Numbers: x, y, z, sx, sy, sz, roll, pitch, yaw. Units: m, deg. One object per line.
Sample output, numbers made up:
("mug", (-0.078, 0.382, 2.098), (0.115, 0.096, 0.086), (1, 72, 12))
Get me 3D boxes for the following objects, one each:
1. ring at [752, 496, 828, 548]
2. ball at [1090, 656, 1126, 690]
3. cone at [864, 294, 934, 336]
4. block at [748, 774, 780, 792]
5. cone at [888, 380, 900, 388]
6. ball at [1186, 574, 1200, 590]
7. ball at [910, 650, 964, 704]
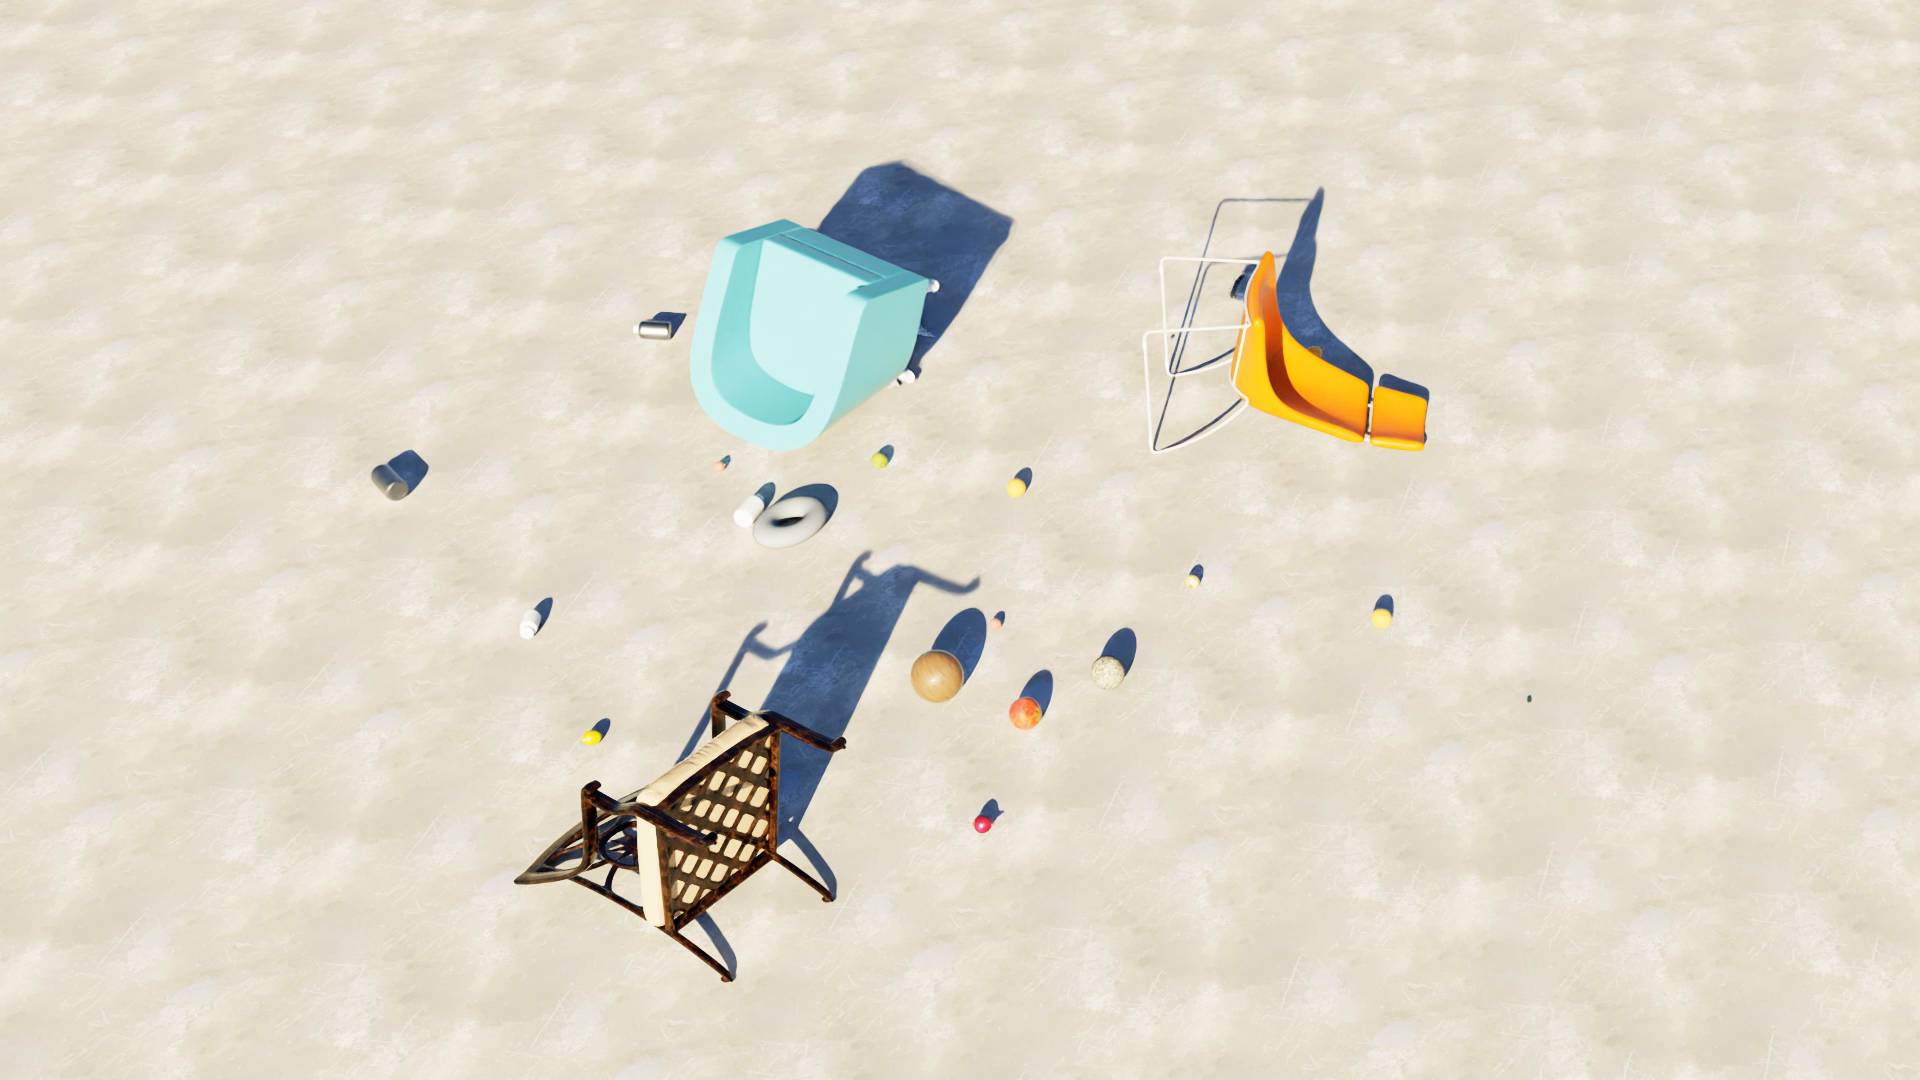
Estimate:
("ring", (-0.635, -0.068, 10.983), (0.233, 0.073, 0.350), (21, 39, 30))
("ball", (0.512, 0.458, 10.140), (0.120, 0.120, 0.120), (0, 33, 0))
("cone", (-0.238, -0.906, 12.250), (0.299, 0.162, 0.148), (23, 75, 8))
("block", (-0.649, 0.802, 9.691), (0.101, 0.041, 0.037), (-1, 33, -1))
("cone", (-0.276, -0.626, 11.879), (0.053, 0.037, 0.038), (-26, 32, -3))
("ball", (0.845, 0.153, 10.664), (0.053, 0.053, 0.053), (0, 33, 0))
("ball", (-0.079, 0.468, 10.066), (0.185, 0.185, 0.185), (0, 33, 0))
